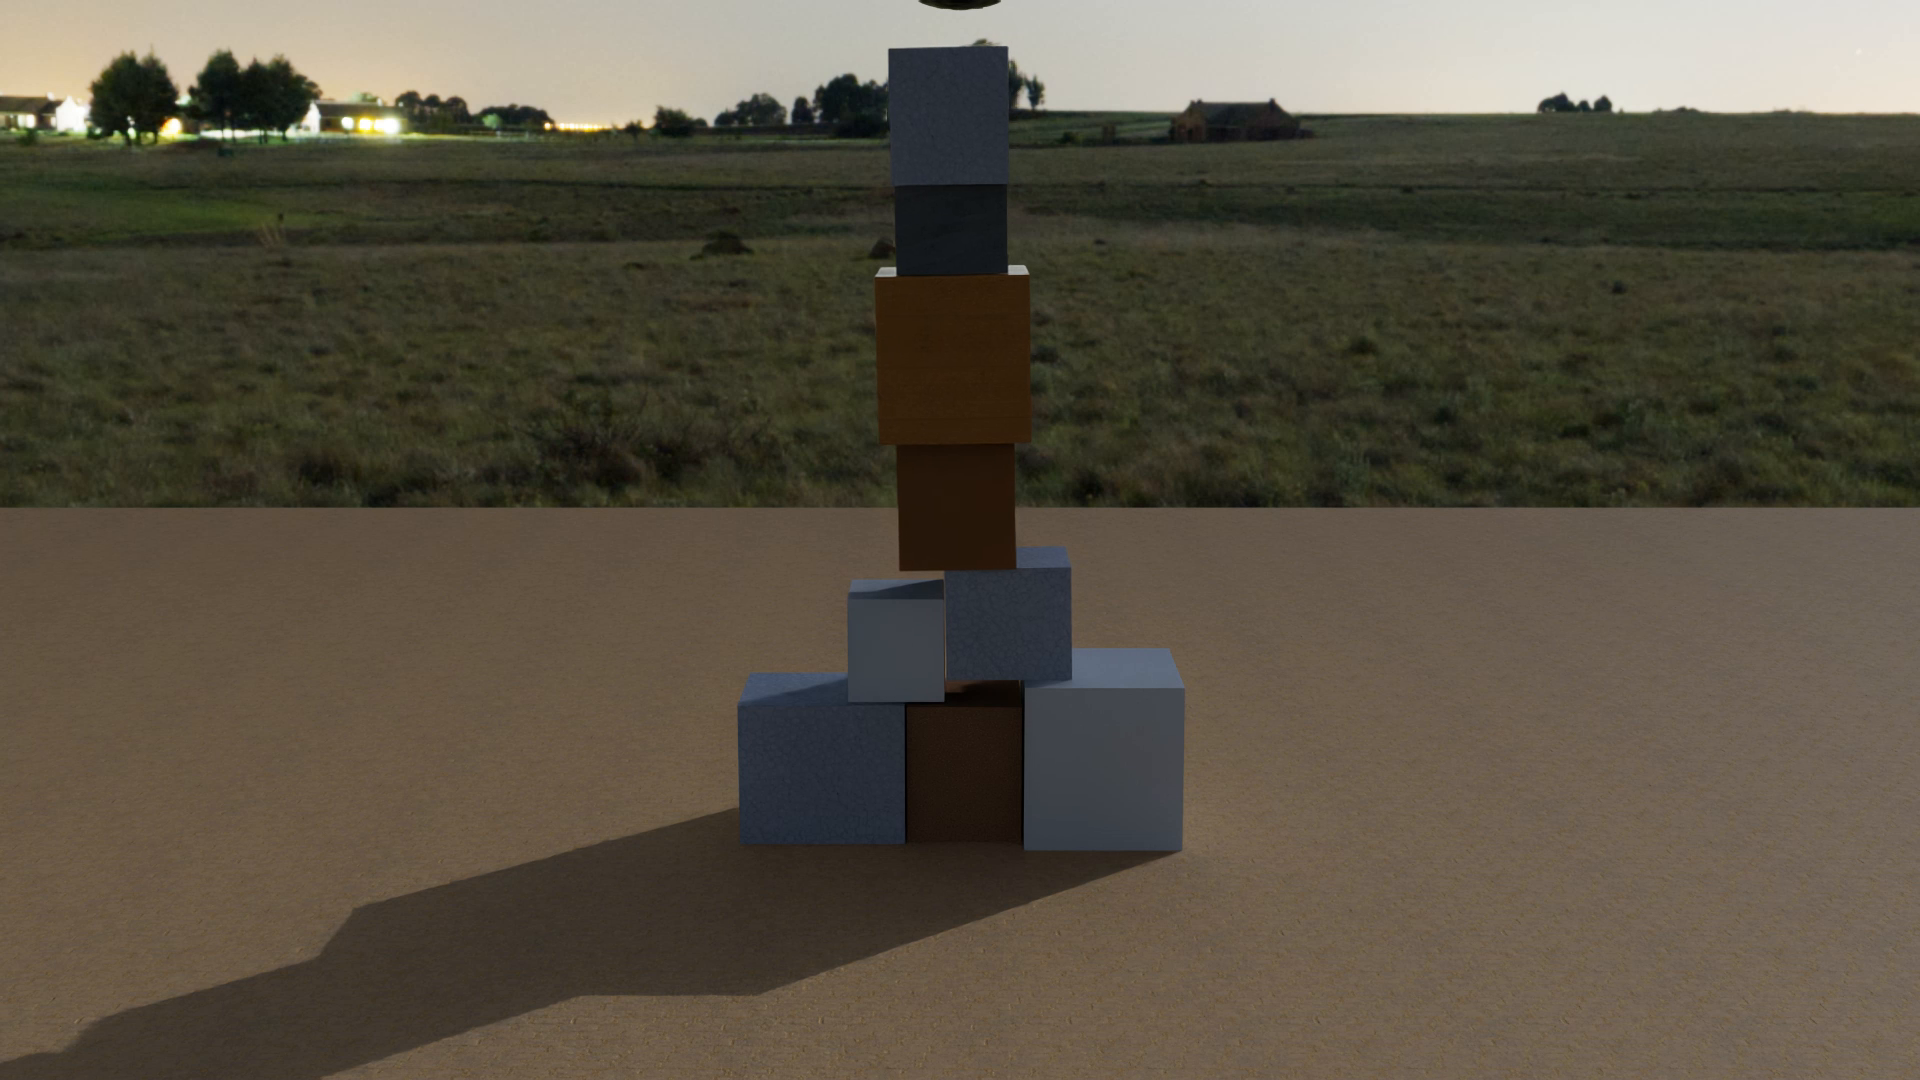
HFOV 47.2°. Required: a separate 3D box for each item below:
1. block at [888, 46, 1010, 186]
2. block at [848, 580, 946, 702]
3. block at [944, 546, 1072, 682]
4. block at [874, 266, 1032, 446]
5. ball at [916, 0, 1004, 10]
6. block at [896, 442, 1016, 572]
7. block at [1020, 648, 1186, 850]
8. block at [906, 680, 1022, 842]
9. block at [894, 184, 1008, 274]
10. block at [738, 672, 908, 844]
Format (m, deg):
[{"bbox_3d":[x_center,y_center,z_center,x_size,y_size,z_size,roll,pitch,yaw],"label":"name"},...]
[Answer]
[{"bbox_3d":[-0.051,-2.077,10.794,0.570,0.647,0.599,-1,10,0],"label":"block"},{"bbox_3d":[-0.320,0.510,11.262,0.485,0.528,0.507,0,10,0],"label":"block"},{"bbox_3d":[0.242,0.370,11.260,0.631,0.572,0.569,-1,10,0],"label":"block"},{"bbox_3d":[-0.030,-0.938,11.006,0.742,0.813,0.799,-1,10,0],"label":"block"},{"bbox_3d":[0.000,-4.566,15.539,1.600,1.600,1.600,0,10,0],"label":"ball"},{"bbox_3d":[-0.017,-0.219,11.125,0.579,0.645,0.584,-1,10,0],"label":"block"},{"bbox_3d":[0.717,1.066,11.366,0.792,0.837,0.871,0,10,0],"label":"block"},{"bbox_3d":[0.022,1.127,11.399,0.578,0.703,0.631,0,10,0],"label":"block"},{"bbox_3d":[-0.042,-1.549,10.897,0.543,0.429,0.493,-1,10,0],"label":"block"},{"bbox_3d":[-0.695,1.120,11.392,0.836,0.720,0.693,0,10,0],"label":"block"}]
